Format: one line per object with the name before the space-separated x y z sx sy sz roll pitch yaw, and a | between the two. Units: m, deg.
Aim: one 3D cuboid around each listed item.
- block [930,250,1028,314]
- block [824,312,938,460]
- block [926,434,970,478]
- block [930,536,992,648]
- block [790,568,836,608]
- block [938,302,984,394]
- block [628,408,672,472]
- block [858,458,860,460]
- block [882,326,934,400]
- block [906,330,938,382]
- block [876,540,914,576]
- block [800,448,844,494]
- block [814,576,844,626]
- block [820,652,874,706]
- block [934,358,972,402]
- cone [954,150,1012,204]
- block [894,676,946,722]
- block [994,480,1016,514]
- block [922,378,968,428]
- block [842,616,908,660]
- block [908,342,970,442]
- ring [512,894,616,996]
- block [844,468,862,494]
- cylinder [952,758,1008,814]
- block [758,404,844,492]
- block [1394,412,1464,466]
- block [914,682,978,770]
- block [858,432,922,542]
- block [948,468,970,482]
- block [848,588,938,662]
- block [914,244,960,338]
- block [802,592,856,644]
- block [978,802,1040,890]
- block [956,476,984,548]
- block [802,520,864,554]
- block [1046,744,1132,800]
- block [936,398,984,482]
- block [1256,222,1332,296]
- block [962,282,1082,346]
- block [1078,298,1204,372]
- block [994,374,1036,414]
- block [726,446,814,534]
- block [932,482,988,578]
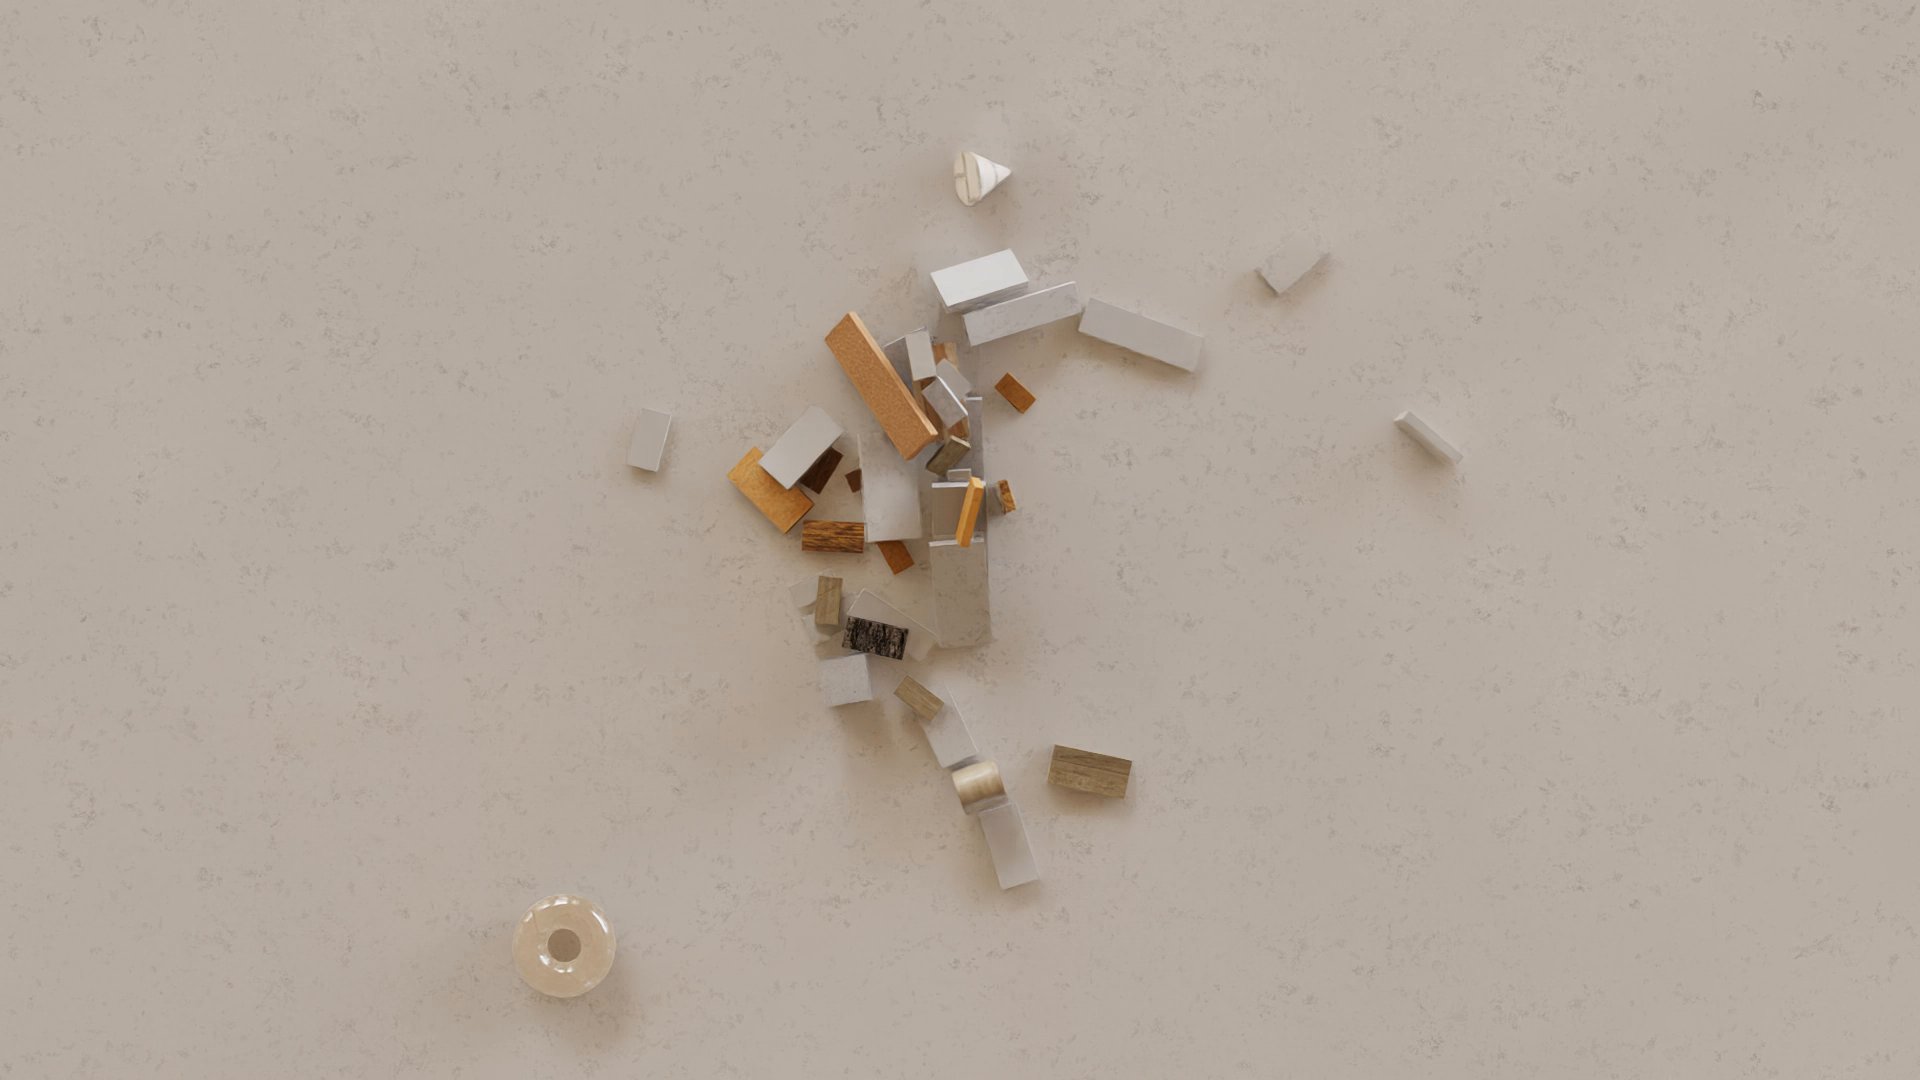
block | 0.063 -0.851 5.416 0.290 0.041 0.145 -19 63 -14
block | -0.261 -0.503 5.387 0.137 0.039 0.507 -43 73 32
block | -0.040 -0.272 5.378 0.075 0.021 0.149 24 126 -26
block | 0.004 0.174 5.423 0.177 0.050 0.354 -5 107 0
block | -0.483 0.162 5.489 0.154 0.022 0.077 -24 90 0
block | -0.003 -0.636 5.446 0.145 0.041 0.290 3 103 0
block | -1.032 -0.333 5.486 0.097 0.028 0.194 15 90 0
block | -0.266 -0.189 5.463 0.097 0.028 0.194 -13 92 -9
block | -0.115 -0.531 5.429 0.154 0.044 0.309 -25 103 7
block | -0.125 -0.593 5.309 0.075 0.021 0.149 -12 86 10
block | -0.221 0.032 5.489 0.077 0.022 0.154 -29 90 0
block | -0.460 -0.237 5.489 0.077 0.022 0.154 32 90 0
block | -0.435 0.200 5.462 0.078 0.022 0.156 6 87 2
block | -0.371 0.456 5.426 0.149 0.149 0.149 -10 90 0
block | -0.027 -0.518 5.322 0.131 0.019 0.066 45 93 -2
cone | 0.101 -1.210 5.460 0.178 0.178 0.178 -14 90 -27
block | -0.135 0.523 5.452 0.156 0.022 0.078 37 90 0
block | 0.147 -0.140 5.396 0.029 0.206 0.103 -18 90 -2
block | -0.050 -0.442 5.316 0.075 0.021 0.149 -36 94 16
block | -0.279 0.323 5.438 0.203 0.029 0.102 13 98 -4
block | -0.069 -0.477 5.357 0.154 0.044 0.309 -10 93 2
ring | -1.306 1.339 5.445 0.339 0.113 0.339 0 89 -1
block | -0.310 -0.212 5.483 0.131 0.019 0.066 -24 92 -6
cylinder | 0.065 0.809 5.426 0.148 0.148 0.148 -19 90 0
block | -0.524 -0.306 5.452 0.137 0.039 0.275 42 81 5
block | 1.546 -0.334 5.442 0.233 0.117 0.033 40 90 0
block | -0.055 0.614 5.482 0.131 0.037 0.261 -25 90 0
block | -0.231 -0.177 5.429 0.177 0.050 0.354 -5 91 -9
block | 0.001 -0.157 5.410 0.075 0.021 0.150 -3 107 0
block | -0.223 0.283 5.468 0.295 0.029 0.102 33 90 -7
block | -0.056 -0.827 5.479 0.145 0.041 0.290 -11 90 0
block | -0.420 0.261 5.486 0.194 0.028 0.097 -28 90 0
block | 0.162 1.015 5.482 0.131 0.037 0.261 -18 90 0
block | 0.032 -0.089 5.311 0.029 0.103 0.206 11 109 -11
block | -0.421 -0.011 5.486 0.203 0.029 0.102 3 90 0
block | 0.429 0.768 5.482 0.261 0.037 0.131 12 90 0
block | -0.001 -0.311 5.438 0.154 0.044 0.309 -2 104 1
block | 1.107 -0.934 5.483 0.233 0.033 0.117 -42 90 0
block | 0.204 -0.745 5.425 0.400 0.029 0.103 -19 109 -13
block | 0.602 -0.681 5.483 0.405 0.033 0.117 20 90 0
block | 0.184 -0.488 5.491 0.131 0.019 0.066 43 90 0
block | -0.630 -0.166 5.481 0.275 0.039 0.137 45 90 0
block | 0.002 -0.013 5.419 0.177 0.050 0.354 -2 109 0
